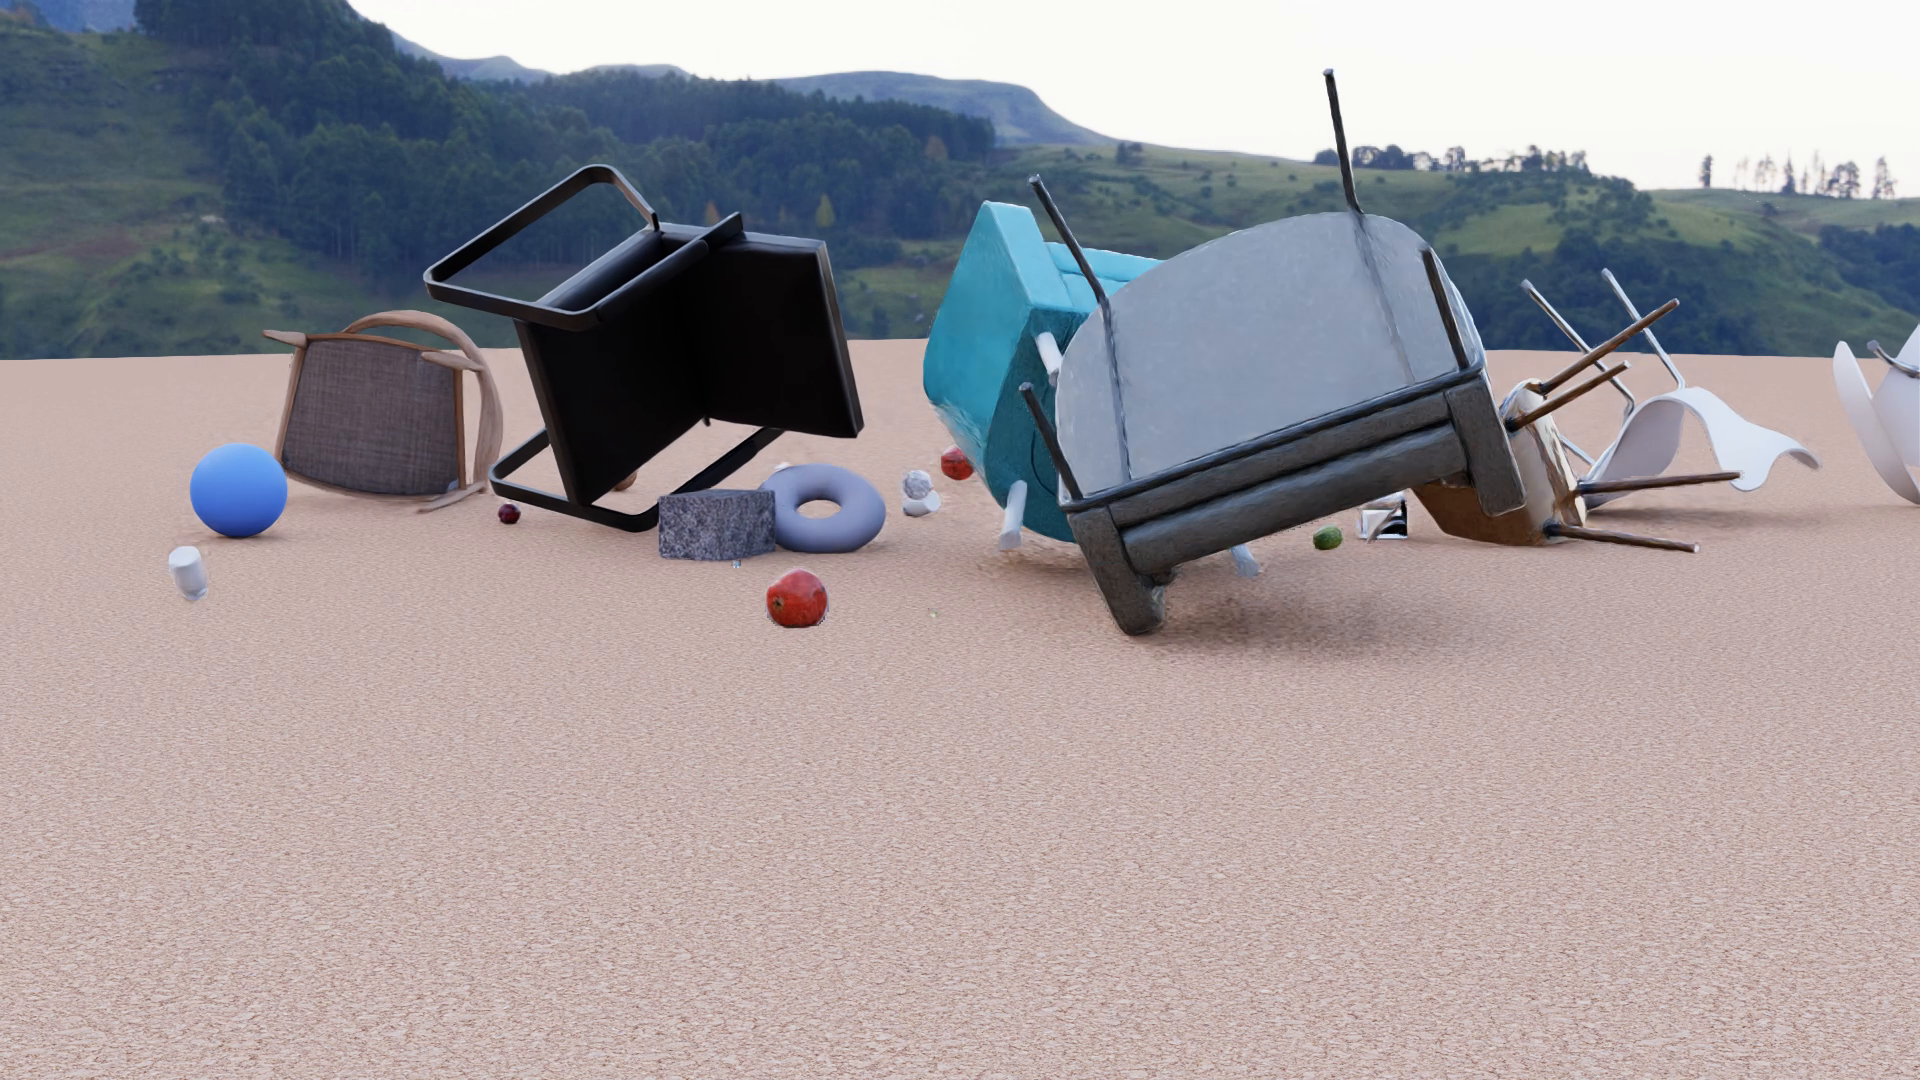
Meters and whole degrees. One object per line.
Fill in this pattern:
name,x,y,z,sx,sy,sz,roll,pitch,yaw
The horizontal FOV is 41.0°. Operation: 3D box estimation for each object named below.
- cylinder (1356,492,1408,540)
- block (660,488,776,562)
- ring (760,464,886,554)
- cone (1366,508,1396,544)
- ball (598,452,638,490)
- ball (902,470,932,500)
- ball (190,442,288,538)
cylinder,1.061,-0.061,6.465,0.108,0.103,0.187,0,22,2
block,-0.570,-0.036,6.053,0.162,0.146,0.255,3,7,27
ring,-0.341,-0.075,6.191,0.352,0.085,0.272,18,52,28
cone,1.021,-0.048,6.321,0.047,0.122,0.077,37,-23,17
ball,-1.050,-0.210,7.874,0.118,0.118,0.118,0,6,0
ball,-0.113,-0.145,6.767,0.080,0.080,0.080,0,6,0
ball,-1.817,-0.126,6.467,0.239,0.239,0.239,0,6,0
